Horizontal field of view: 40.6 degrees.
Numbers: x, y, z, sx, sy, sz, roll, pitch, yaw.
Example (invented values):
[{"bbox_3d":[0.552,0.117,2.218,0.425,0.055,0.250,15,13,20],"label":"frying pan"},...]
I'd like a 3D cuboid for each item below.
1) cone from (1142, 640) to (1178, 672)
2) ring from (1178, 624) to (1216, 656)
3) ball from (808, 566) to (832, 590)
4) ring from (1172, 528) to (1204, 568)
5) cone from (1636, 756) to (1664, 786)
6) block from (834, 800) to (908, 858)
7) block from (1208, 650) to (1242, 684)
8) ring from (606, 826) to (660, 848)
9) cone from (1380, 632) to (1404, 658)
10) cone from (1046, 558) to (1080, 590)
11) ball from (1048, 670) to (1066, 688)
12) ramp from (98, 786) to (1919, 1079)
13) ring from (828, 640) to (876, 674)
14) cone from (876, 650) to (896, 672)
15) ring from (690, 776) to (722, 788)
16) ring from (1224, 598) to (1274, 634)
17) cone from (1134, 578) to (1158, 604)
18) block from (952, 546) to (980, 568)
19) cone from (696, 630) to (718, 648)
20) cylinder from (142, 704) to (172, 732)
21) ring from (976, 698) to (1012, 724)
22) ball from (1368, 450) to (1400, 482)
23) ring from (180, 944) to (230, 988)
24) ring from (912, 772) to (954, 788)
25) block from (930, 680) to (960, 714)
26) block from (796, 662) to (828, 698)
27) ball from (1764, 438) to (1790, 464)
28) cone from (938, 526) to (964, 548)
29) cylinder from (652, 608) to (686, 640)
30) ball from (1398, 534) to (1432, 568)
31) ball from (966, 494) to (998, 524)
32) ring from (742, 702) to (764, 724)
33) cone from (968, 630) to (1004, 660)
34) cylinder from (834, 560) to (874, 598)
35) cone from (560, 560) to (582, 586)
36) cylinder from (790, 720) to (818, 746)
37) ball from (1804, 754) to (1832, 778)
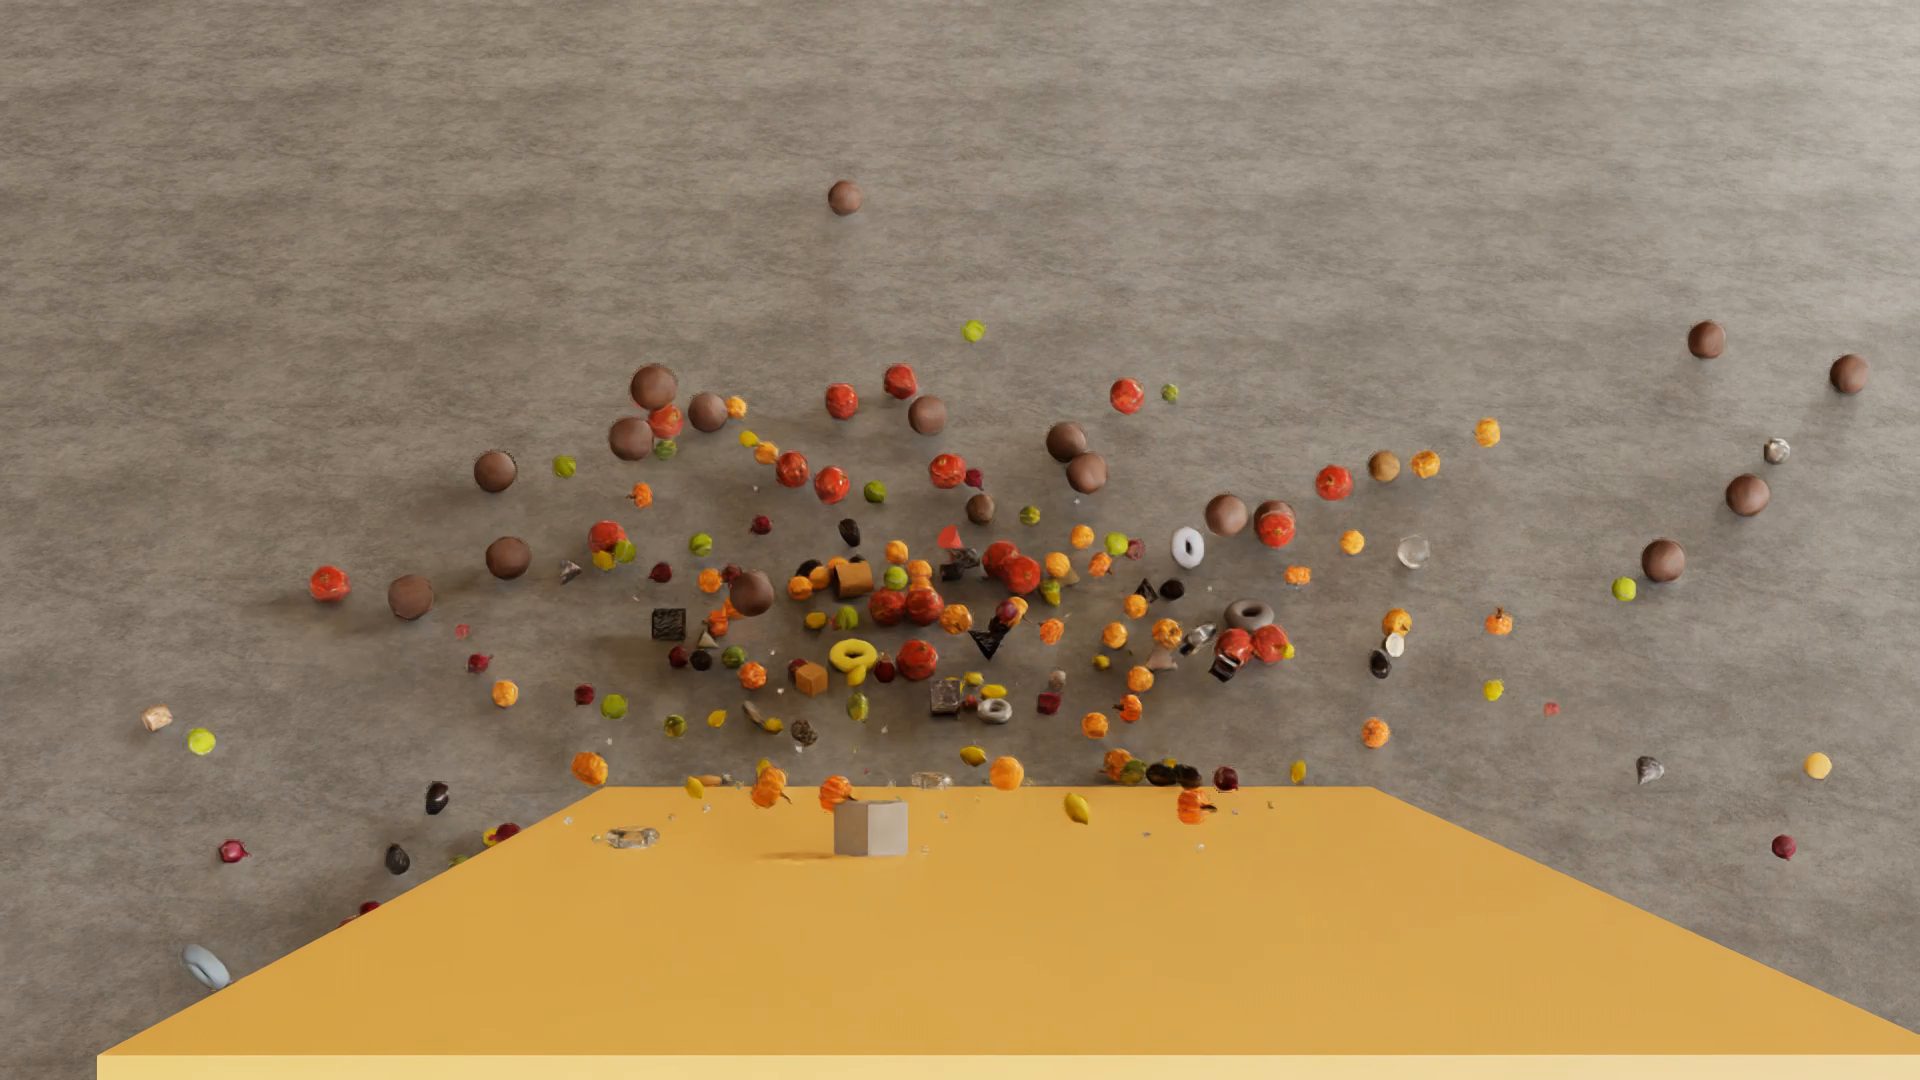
[{"bbox_3d":[0.550,0.348,7.331,0.094,0.094,0.094,-33,39,-3],"label":"cone"},{"bbox_3d":[0.665,0.280,7.283,0.126,0.126,0.042,-26,73,-33],"label":"ring"},{"bbox_3d":[-0.412,0.113,7.659,0.068,0.068,0.068,0,34,0],"label":"ball"},{"bbox_3d":[0.681,0.023,7.758,0.041,0.124,0.124,-10,18,48],"label":"ring"},{"bbox_3d":[1.818,0.628,6.890,0.079,0.079,0.079,21,45,28],"label":"cone"},{"bbox_3d":[-0.171,0.554,4.986,0.099,0.099,0.099,1,-2,-42],"label":"block"},{"bbox_3d":[0.744,0.354,7.269,0.058,0.058,0.058,36,29,11],"label":"block"},{"bbox_3d":[-0.648,0.589,5.138,0.108,0.036,0.108,-1,0,0],"label":"ring"},{"bbox_3d":[1.216,0.301,7.397,0.070,0.070,0.070,-26,10,-34],"label":"cone"},{"bbox_3d":[0.288,0.118,7.679,0.096,0.096,0.096,-40,45,-9],"label":"cone"},{"bbox_3d":[0.272,0.387,7.239,0.052,0.052,0.052,0,34,0],"label":"ball"},{"bbox_3d":[0.075,0.649,4.780,2.000,0.100,4.000,0,-1,0],"label":"ramp"},{"bbox_3d":[-0.304,0.331,7.359,0.138,0.046,0.138,1,33,-1],"label":"ring"},{"bbox_3d":[-0.212,0.333,7.344,0.058,0.058,0.058,0,34,0],"label":"cone"},{"bbox_3d":[-0.665,0.632,6.789,0.081,0.027,0.081,-1,-2,0],"label":"ring"},{"bbox_3d":[0.837,0.219,7.525,0.142,0.047,0.142,-1,33,1],"label":"ring"},{"bbox_3d":[0.546,0.137,7.626,0.070,0.070,0.070,0,34,0],"label":"cone"},{"bbox_3d":[0.019,0.052,7.735,0.058,0.058,0.058,-1,4,30],"label":"block"},{"bbox_3d":[-0.717,0.295,7.430,0.060,0.060,0.060,26,33,-9],"label":"cone"},{"bbox_3d":[-2.201,0.486,7.109,0.059,0.059,0.059,-27,42,-36],"label":"cylinder"},{"bbox_3d":[0.095,0.472,7.159,0.098,0.033,0.098,1,33,-1],"label":"ring"},{"bbox_3d":[1.333,-0.231,8.154,0.098,0.098,0.098,0,34,0],"label":"ball"},{"bbox_3d":[-1.814,1.024,6.237,0.139,0.139,0.046,22,55,29],"label":"ring"},{"bbox_3d":[-0.071,0.626,6.764,0.112,0.037,0.112,1,-2,0],"label":"ring"},{"bbox_3d":[-0.041,0.434,7.146,0.078,0.078,0.078,-1,73,-2],"label":"block"},{"bbox_3d":[-0.415,0.389,7.256,0.062,0.062,0.062,28,42,35],"label":"block"},{"bbox_3d":[2.596,-0.283,8.246,0.083,0.083,0.083,0,34,0],"label":"ball"},{"bbox_3d":[-0.014,0.008,7.835,0.077,0.077,0.077,-30,41,30],"label":"cone"},{"bbox_3d":[-0.835,0.242,7.451,0.088,0.088,0.088,1,34,1],"label":"cylinder"},{"bbox_3d":[1.359,0.034,7.755,0.100,0.100,0.100,0,34,0],"label":"ball"},{"bbox_3d":[0.067,-0.095,7.952,0.096,0.096,0.096,0,34,0],"label":"ball"},{"bbox_3d":[-0.568,0.474,7.126,0.025,0.075,0.075,-41,39,4],"label":"ring"},{"bbox_3d":[0.064,0.281,7.360,0.093,0.093,0.093,30,37,-2],"label":"cone"},{"bbox_3d":[-0.314,0.117,7.631,0.098,0.098,0.098,-10,35,-12],"label":"cylinder"},{"bbox_3d":[-1.170,0.109,7.704,0.071,0.071,0.071,12,62,17],"label":"cone"},{"bbox_3d":[-0.411,0.510,6.857,0.054,0.054,0.054,-12,58,20],"label":"cylinder"},{"bbox_3d":[2.291,0.603,6.930,0.068,0.068,0.068,0,34,0],"label":"ball"}]
